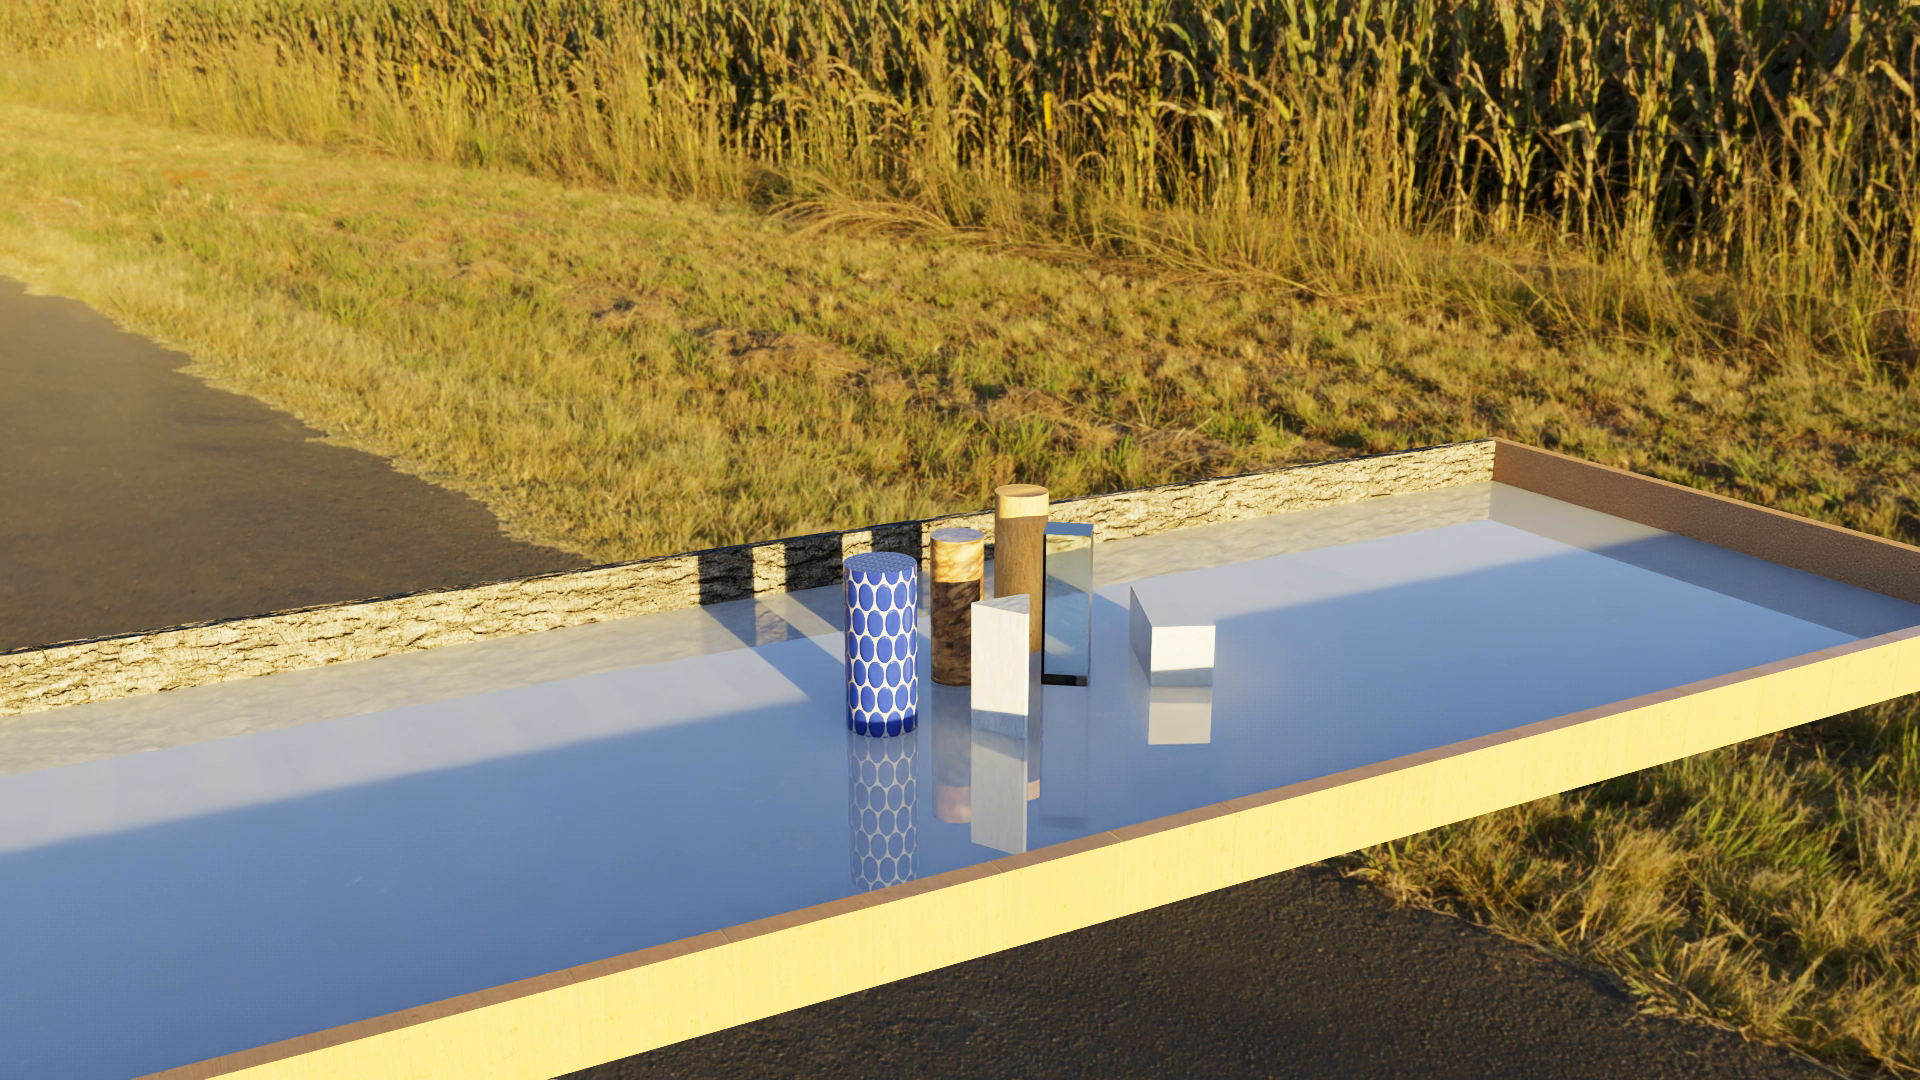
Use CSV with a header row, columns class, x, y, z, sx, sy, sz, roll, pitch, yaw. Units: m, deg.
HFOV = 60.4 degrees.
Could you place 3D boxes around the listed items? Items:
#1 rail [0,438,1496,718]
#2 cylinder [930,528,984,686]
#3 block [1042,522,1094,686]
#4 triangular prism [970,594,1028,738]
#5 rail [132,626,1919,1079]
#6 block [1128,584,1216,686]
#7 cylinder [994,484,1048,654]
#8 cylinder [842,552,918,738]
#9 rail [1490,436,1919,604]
class,x,y,z,sx,sy,sz,roll,pitch,yaw
rail,-3.305,0.497,3.399,12.000,0.150,0.050,-9,18,-27
cylinder,-0.007,0.167,4.123,0.135,0.374,0.135,0,16,0
block,0.269,0.160,4.118,0.115,0.391,0.115,2,17,8
triangular prism,0.124,0.285,3.849,0.150,0.301,0.130,10,19,31
rail,-2.336,1.006,1.665,12.000,0.150,0.050,-9,18,-27
block,0.543,0.241,4.258,0.156,0.156,0.343,-1,16,-3
cylinder,0.160,0.075,4.346,0.141,0.424,0.141,0,16,0
cylinder,-0.183,0.242,3.828,0.169,0.397,0.169,0,16,0
rail,2.466,-0.048,5.253,0.050,0.150,2.100,-9,18,-27
